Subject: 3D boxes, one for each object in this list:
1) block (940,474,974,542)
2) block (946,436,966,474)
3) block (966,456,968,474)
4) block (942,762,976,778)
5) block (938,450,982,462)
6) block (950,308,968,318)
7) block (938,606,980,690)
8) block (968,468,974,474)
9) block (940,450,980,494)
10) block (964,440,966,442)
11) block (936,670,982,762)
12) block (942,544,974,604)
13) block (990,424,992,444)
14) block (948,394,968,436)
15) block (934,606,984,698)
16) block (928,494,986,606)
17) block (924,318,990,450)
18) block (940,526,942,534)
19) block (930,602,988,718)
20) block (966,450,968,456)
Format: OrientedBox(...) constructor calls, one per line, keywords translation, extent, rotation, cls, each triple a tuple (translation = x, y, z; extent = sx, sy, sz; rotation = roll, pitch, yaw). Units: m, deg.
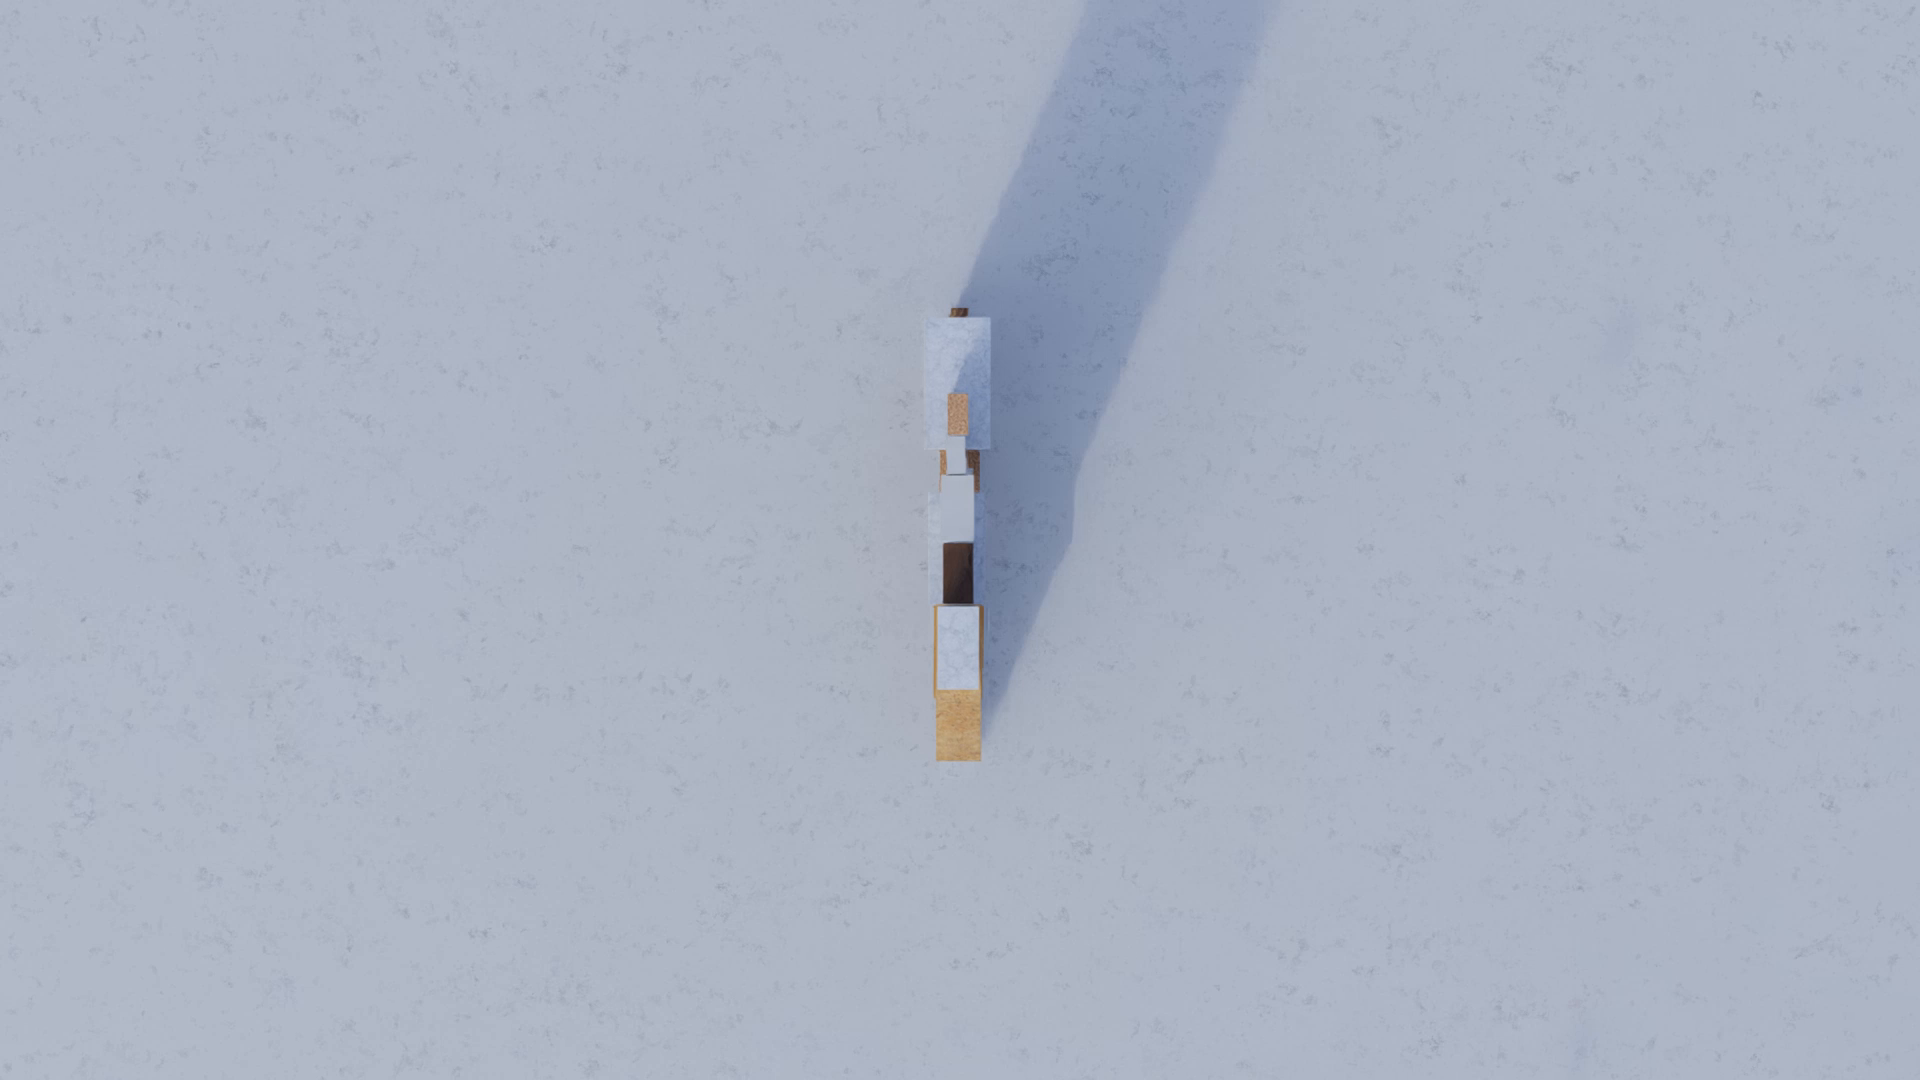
OrientedBox(translation=(-0.006, -0.082, 4.230), extent=(0.085, 0.024, 0.169), rotation=(0, 90, 1), cls="block")
OrientedBox(translation=(-0.010, -0.216, 4.173), extent=(0.047, 0.013, 0.095), rotation=(-2, 95, 1), cls="block")
OrientedBox(translation=(-0.002, -0.183, 4.644), extent=(0.051, 0.015, 0.103), rotation=(0, 90, 0), cls="block")
OrientedBox(translation=(-0.005, 0.645, 5.264), extent=(0.110, 0.031, 0.221), rotation=(0, 90, 0), cls="block")
OrientedBox(translation=(0.000, -0.383, 5.212), extent=(0.135, 0.038, 0.269), rotation=(0, 90, 0), cls="block")
OrientedBox(translation=(-0.001, -0.697, 5.376), extent=(0.058, 0.016, 0.116), rotation=(0, 90, 0), cls="block")
OrientedBox(translation=(-0.005, 0.268, 4.109), extent=(0.103, 0.029, 0.206), rotation=(0, 90, 0), cls="block")
OrientedBox(translation=(0.001, -0.133, 4.765), extent=(0.075, 0.021, 0.149), rotation=(0, 90, 0), cls="block")
OrientedBox(translation=(-0.001, -0.184, 4.941), extent=(0.117, 0.033, 0.235), rotation=(0, 90, 0), cls="block")
OrientedBox(translation=(-0.010, -0.246, 4.225), extent=(0.047, 0.095, 0.013), rotation=(0, 89, 1), cls="block")
OrientedBox(translation=(-0.004, 0.462, 4.346), extent=(0.118, 0.034, 0.237), rotation=(0, 90, 0), cls="block")
OrientedBox(translation=(-0.005, 0.087, 4.245), extent=(0.077, 0.022, 0.155), rotation=(0, 90, 0), cls="block")
OrientedBox(translation=(-0.001, -0.295, 4.493), extent=(0.171, 0.342, 0.048), rotation=(0, 91, 1), cls="block")
OrientedBox(translation=(-0.005, -0.317, 4.161), extent=(0.052, 0.015, 0.103), rotation=(-1, 90, 1), cls="block")
OrientedBox(translation=(-0.004, 0.305, 4.619), extent=(0.137, 0.039, 0.275), rotation=(1, 90, 0), cls="block")
OrientedBox(translation=(-0.008, 0.025, 4.432), extent=(0.150, 0.043, 0.301), rotation=(0, 90, 0), cls="block")
OrientedBox(translation=(-0.006, -0.406, 4.298), extent=(0.171, 0.048, 0.342), rotation=(0, 89, 1), cls="block")
OrientedBox(translation=(-0.006, -0.024, 4.326), extent=(0.085, 0.169, 0.024), rotation=(0, 90, 0), cls="block")
OrientedBox(translation=(-0.001, 0.357, 4.938), extent=(0.173, 0.049, 0.347), rotation=(0, 90, 0), cls="block")
OrientedBox(translation=(-0.003, -0.259, 4.824), extent=(0.047, 0.013, 0.094), rotation=(0, 90, 0), cls="block")
